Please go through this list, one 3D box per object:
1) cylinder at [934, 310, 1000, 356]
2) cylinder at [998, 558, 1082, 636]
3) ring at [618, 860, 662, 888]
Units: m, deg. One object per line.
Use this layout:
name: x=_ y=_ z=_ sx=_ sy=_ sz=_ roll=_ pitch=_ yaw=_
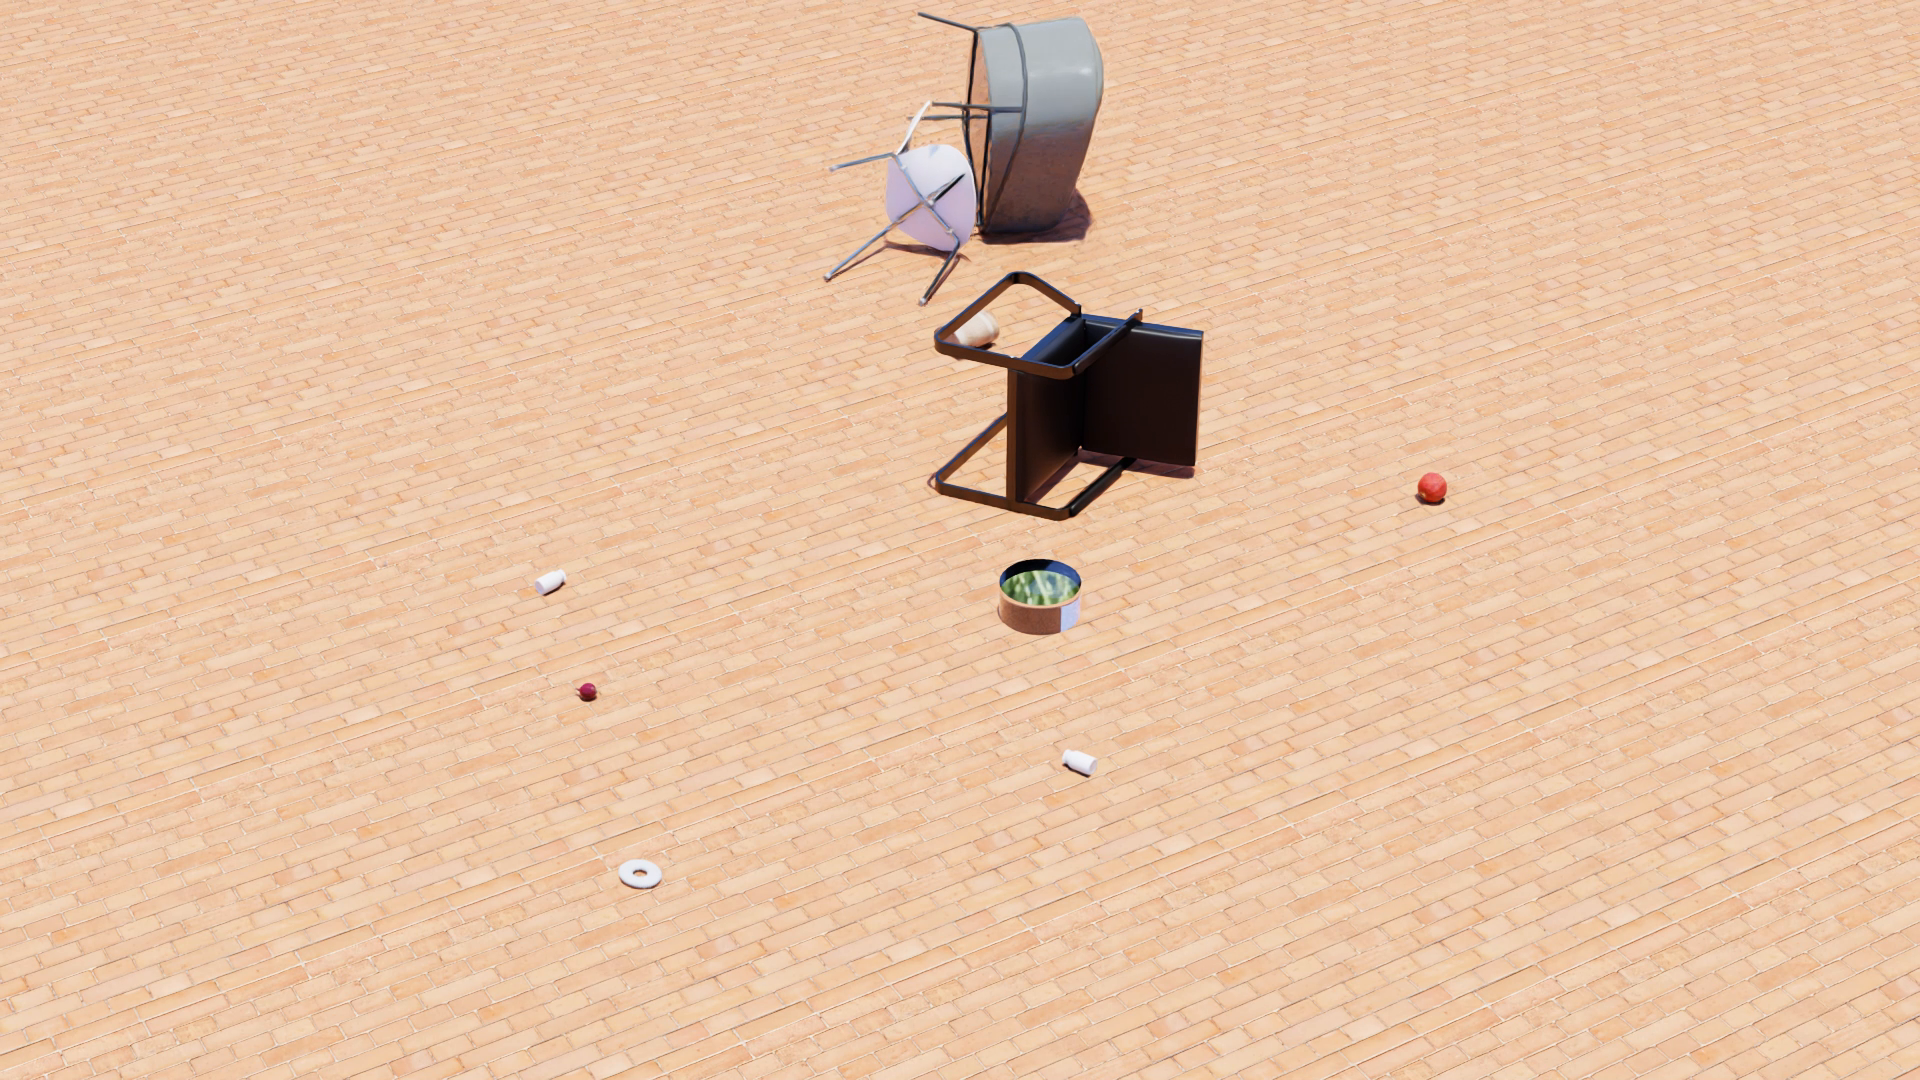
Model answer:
cylinder: x=0.028 y=-0.856 z=12.126 sx=0.211 sy=0.129 sz=0.168 roll=-27 pitch=38 yaw=-34
cylinder: x=0.287 y=0.204 z=10.518 sx=0.295 sy=0.129 sz=0.300 roll=9 pitch=34 yaw=13
ring: x=-1.016 y=1.060 z=9.311 sx=0.149 sy=0.028 sz=0.120 roll=20 pitch=39 yaw=28
